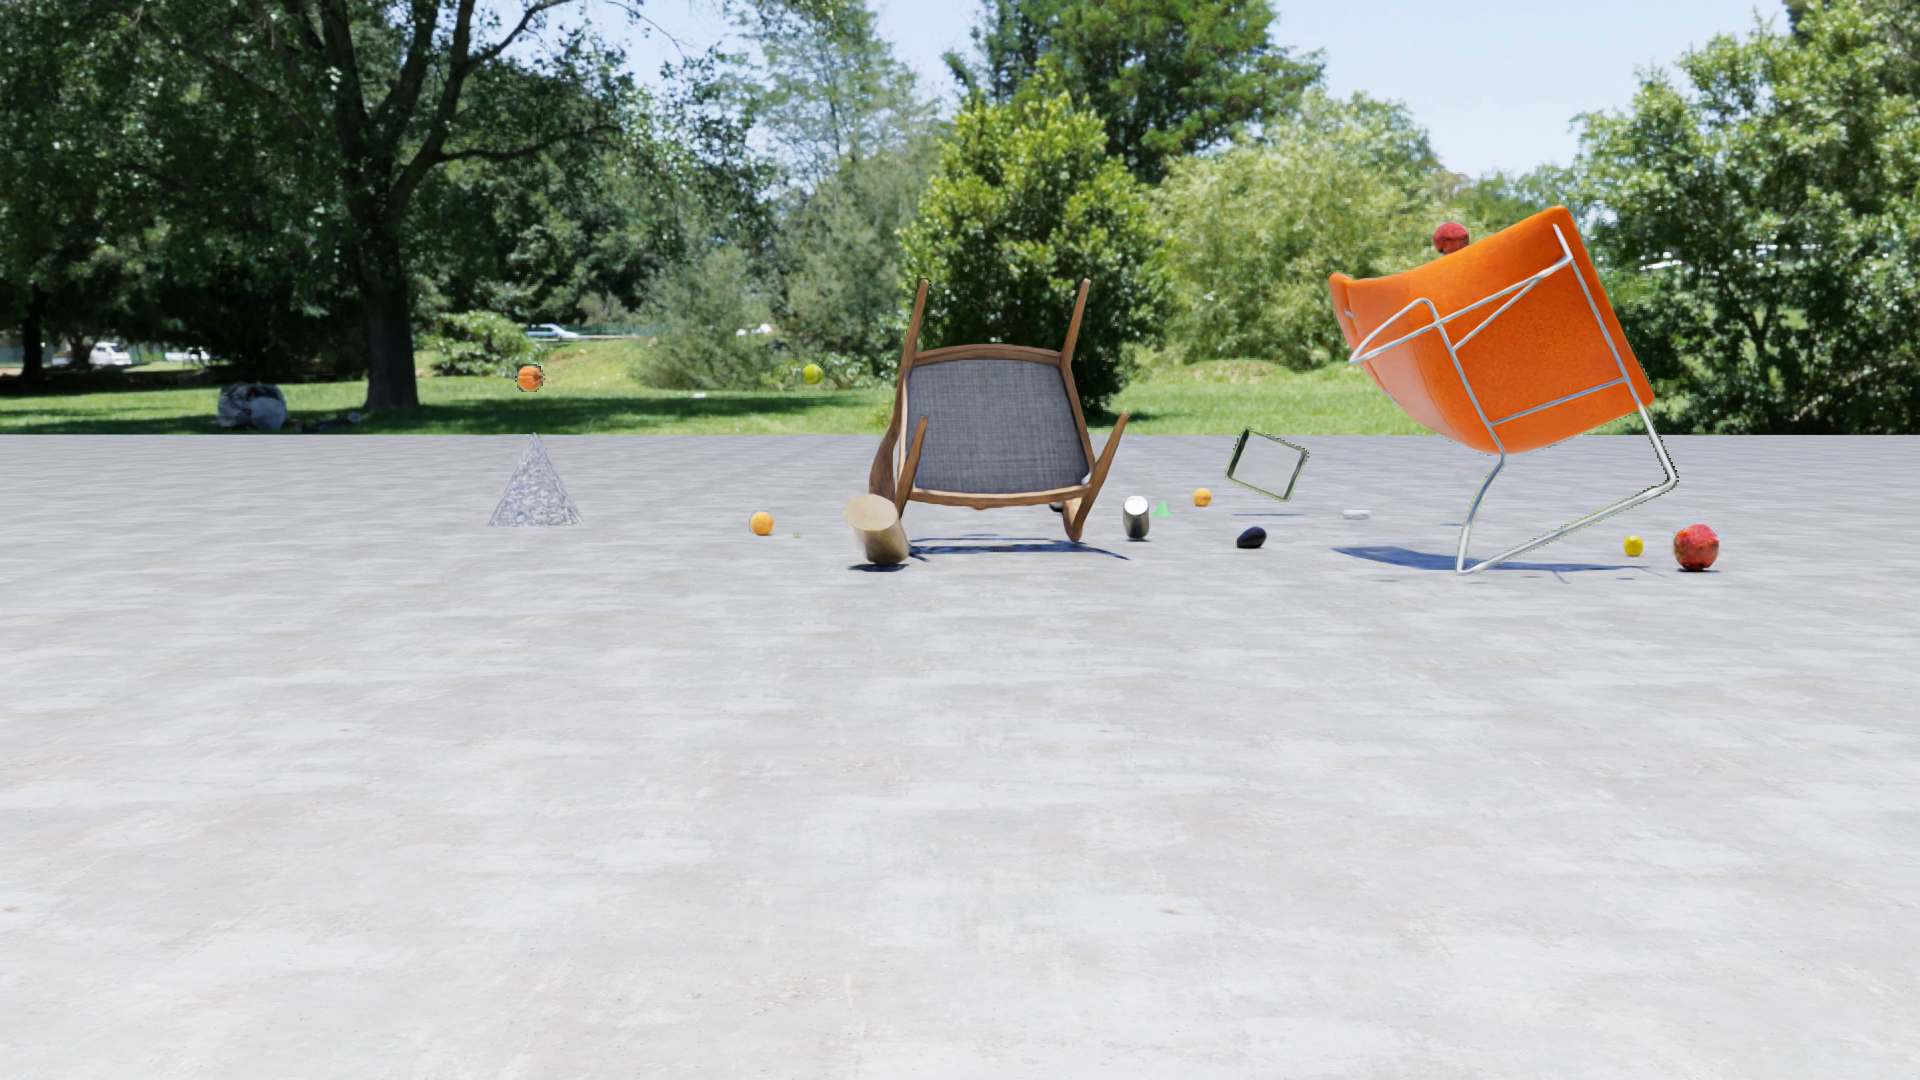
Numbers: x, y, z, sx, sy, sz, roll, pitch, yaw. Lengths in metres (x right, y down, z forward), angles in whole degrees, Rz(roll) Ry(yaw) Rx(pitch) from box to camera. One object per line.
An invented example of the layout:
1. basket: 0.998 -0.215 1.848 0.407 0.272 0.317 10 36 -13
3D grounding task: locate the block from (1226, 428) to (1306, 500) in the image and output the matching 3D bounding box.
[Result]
1. block: 1.091 -0.269 7.843 0.217 0.182 0.111 21 8 -5

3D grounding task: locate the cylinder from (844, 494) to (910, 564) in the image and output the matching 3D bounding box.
1. cylinder: -0.208 -0.025 5.531 0.139 0.096 0.230 10 -21 11

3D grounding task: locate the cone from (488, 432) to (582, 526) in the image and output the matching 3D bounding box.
1. cone: -1.409 -0.206 7.289 0.315 0.309 0.261 -2 4 -23

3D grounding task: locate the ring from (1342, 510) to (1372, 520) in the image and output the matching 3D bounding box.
1. ring: 1.377 -0.089 7.634 0.116 0.029 0.089 -3 6 -42

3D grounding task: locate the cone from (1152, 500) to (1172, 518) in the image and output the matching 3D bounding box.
1. cone: 0.714 -0.113 7.756 0.083 0.060 0.066 4 5 42
